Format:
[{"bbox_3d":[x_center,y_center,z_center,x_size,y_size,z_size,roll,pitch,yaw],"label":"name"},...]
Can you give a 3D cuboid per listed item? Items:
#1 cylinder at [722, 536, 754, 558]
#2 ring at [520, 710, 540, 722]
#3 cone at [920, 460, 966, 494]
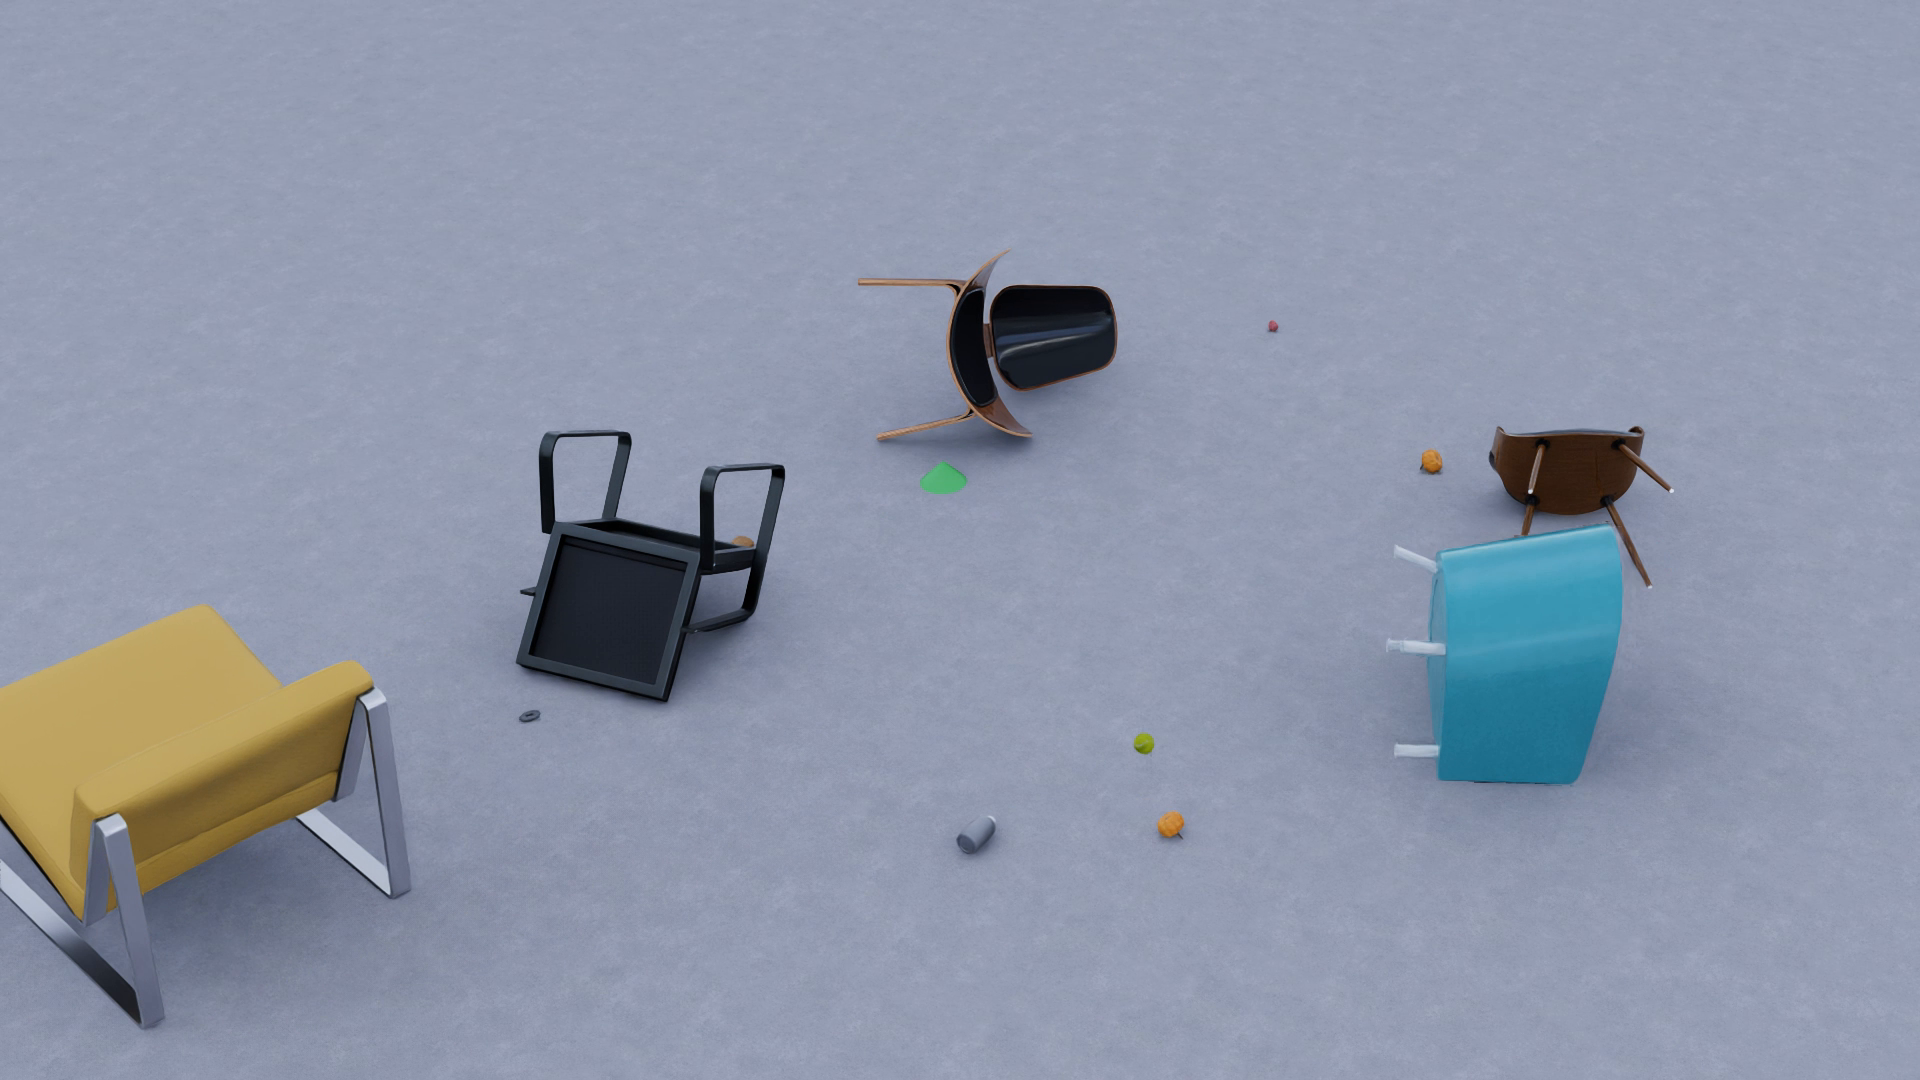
[{"bbox_3d":[-0.823,0.026,10.864,0.082,0.043,0.093,11,34,31],"label":"cylinder"},{"bbox_3d":[-1.470,0.601,10.018,0.078,0.016,0.046,-19,37,-27],"label":"ring"},{"bbox_3d":[-0.063,-0.264,11.258,0.187,0.096,0.170,-23,40,-30],"label":"cone"}]
